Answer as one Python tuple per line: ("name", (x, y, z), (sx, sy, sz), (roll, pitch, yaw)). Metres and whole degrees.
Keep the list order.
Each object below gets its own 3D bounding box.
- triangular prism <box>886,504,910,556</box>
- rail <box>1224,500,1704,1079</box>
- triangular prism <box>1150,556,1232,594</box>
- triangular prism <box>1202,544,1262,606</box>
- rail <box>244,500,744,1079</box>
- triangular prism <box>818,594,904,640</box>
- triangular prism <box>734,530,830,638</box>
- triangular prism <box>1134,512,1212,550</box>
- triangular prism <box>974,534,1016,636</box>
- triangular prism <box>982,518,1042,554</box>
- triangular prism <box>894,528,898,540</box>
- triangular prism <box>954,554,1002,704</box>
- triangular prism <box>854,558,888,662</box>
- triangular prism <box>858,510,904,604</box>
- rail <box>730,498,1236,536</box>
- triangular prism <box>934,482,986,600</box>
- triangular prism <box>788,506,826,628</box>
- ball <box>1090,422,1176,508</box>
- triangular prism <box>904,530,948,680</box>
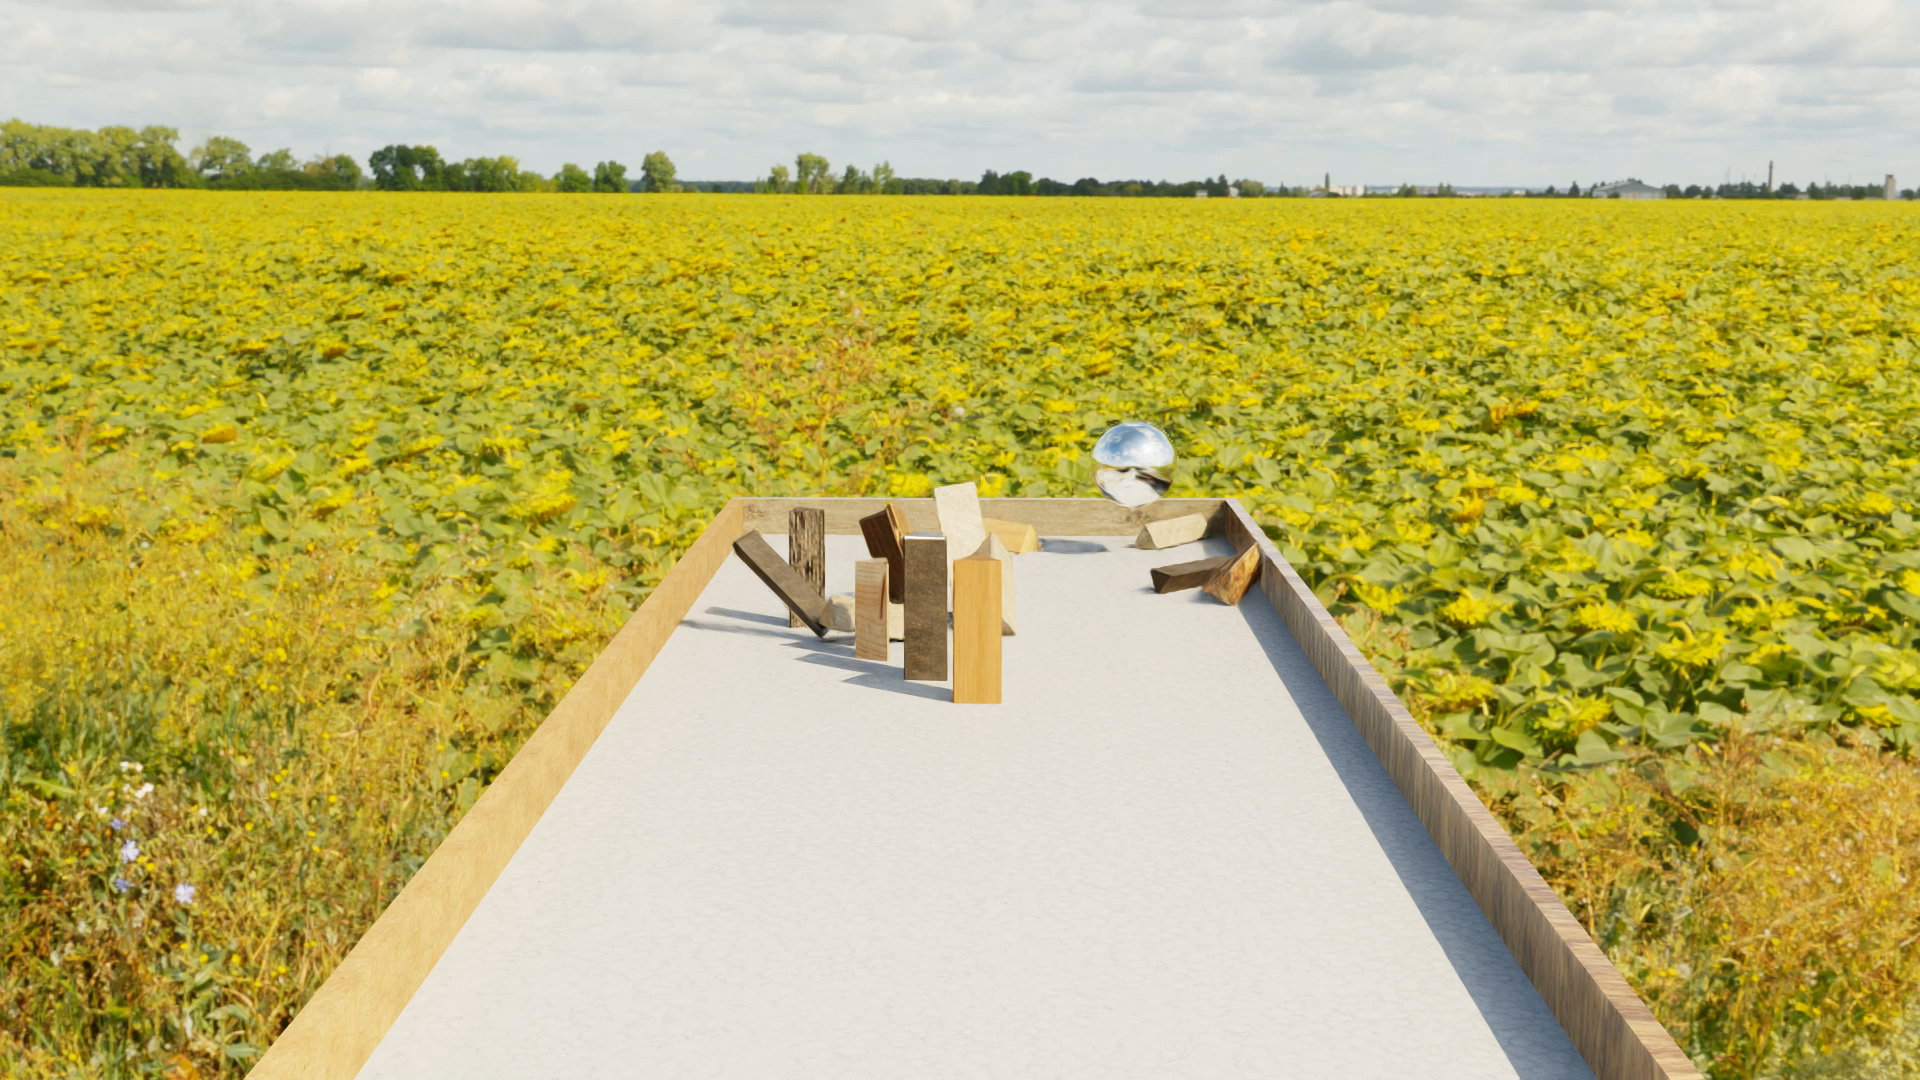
("triangular prism", (-0.159, 0.080, 7.334), (0.079, 0.436, 0.091), (4, -38, -35))
("rail", (1.046, 0.843, 3.208), (0.050, 0.150, 12.000), (0, 9, 1))
("triangular prism", (0.847, 0.109, 7.924), (0.424, 0.095, 0.082), (-9, 49, -44))
("triangular prism", (0.970, 0.104, 7.683), (0.127, 0.110, 0.303), (28, 28, 15))
("rail", (-1.004, 0.839, 3.234), (0.050, 0.150, 12.000), (0, 9, 1))
("triangular prism", (-0.280, 0.240, 6.941), (0.306, 0.100, 0.116), (9, 6, -29))
("triangular prism", (-0.550, 0.133, 7.012), (0.086, 0.406, 0.099), (-43, -12, -14))
("triangular prism", (0.865, -0.040, 8.915), (0.112, 0.097, 0.416), (4, 9, 38))
("triangular prism", (0.106, 0.141, 7.139), (0.143, 0.123, 0.349), (0, 44, -1))
("triangular prism", (0.163, -0.026, 8.817), (0.123, 0.107, 0.339), (-8, 12, -43))
("triangular prism", (-0.257, 0.120, 7.240), (0.081, 0.308, 0.094), (-5, -2, 42))
("triangular prism", (0.051, 0.248, 6.156), (0.133, 0.404, 0.115), (0, 9, 3))
("triangular prism", (-0.248, 0.209, 6.723), (0.112, 0.302, 0.097), (4, 10, 24))
("triangular prism", (-0.202, 0.095, 7.154), (0.111, 0.384, 0.097), (-20, -3, 25))
("rail", (0.099, -0.098, 9.147), (2.100, 0.150, 0.050), (0, 9, 1))
("triangular prism", (0.019, 0.039, 7.407), (0.142, 0.460, 0.123), (-9, -31, -2))
("triangular prism", (-0.517, 0.087, 7.233), (0.121, 0.384, 0.105), (-3, 10, -20))
("ball", (0.676, -0.293, 8.563), (0.335, 0.335, 0.335), (0, 9, 0))
("triangular prism", (-0.096, 0.191, 6.439), (0.125, 0.426, 0.108), (1, 9, 4))
